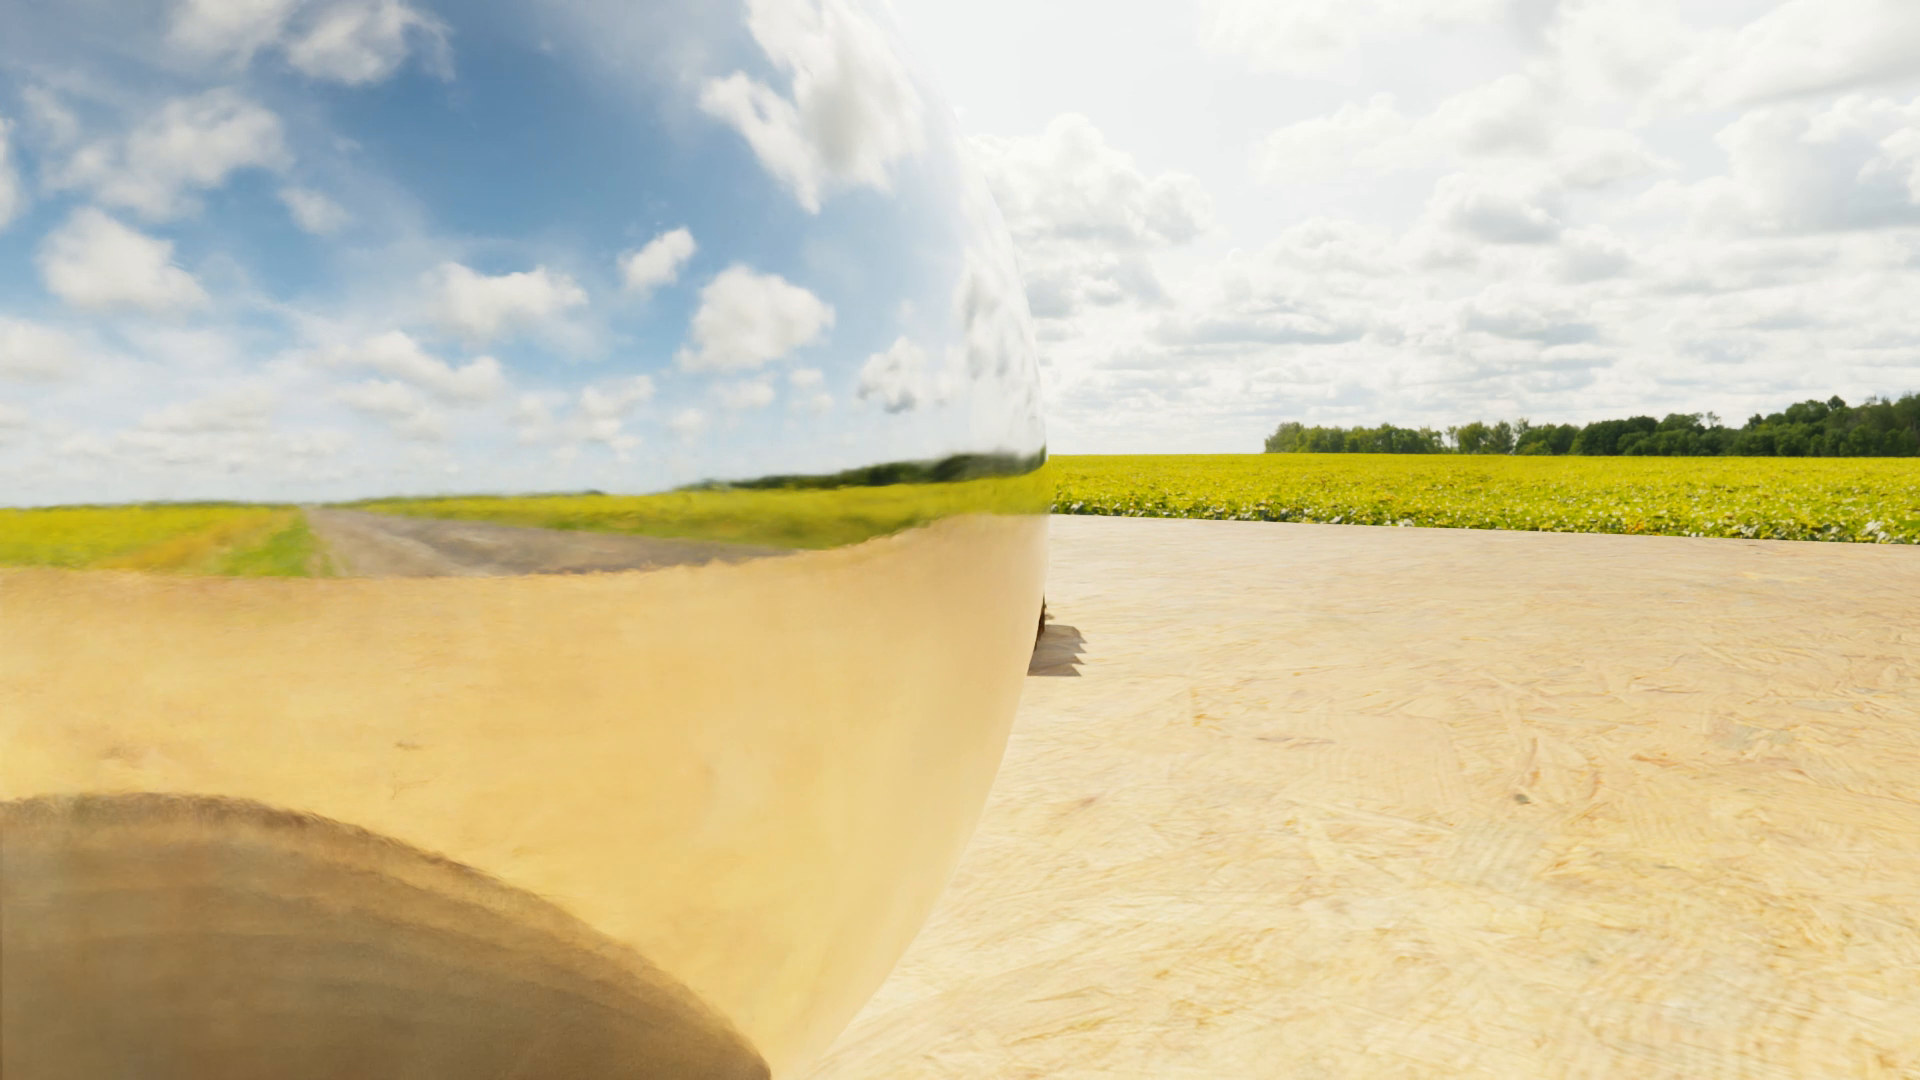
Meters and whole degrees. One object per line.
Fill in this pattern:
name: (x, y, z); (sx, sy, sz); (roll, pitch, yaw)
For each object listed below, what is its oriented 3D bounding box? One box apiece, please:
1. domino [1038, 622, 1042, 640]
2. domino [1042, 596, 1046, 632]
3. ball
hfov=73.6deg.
domino: (0.006, -0.001, 0.290); (0.025, 0.050, 0.010); (0, -39, 2)
domino: (0.007, -0.002, 0.303); (0.025, 0.050, 0.010); (0, -39, 2)
ball: (-0.035, -0.003, 0.067); (0.080, 0.080, 0.080); (0, 4, 0)
